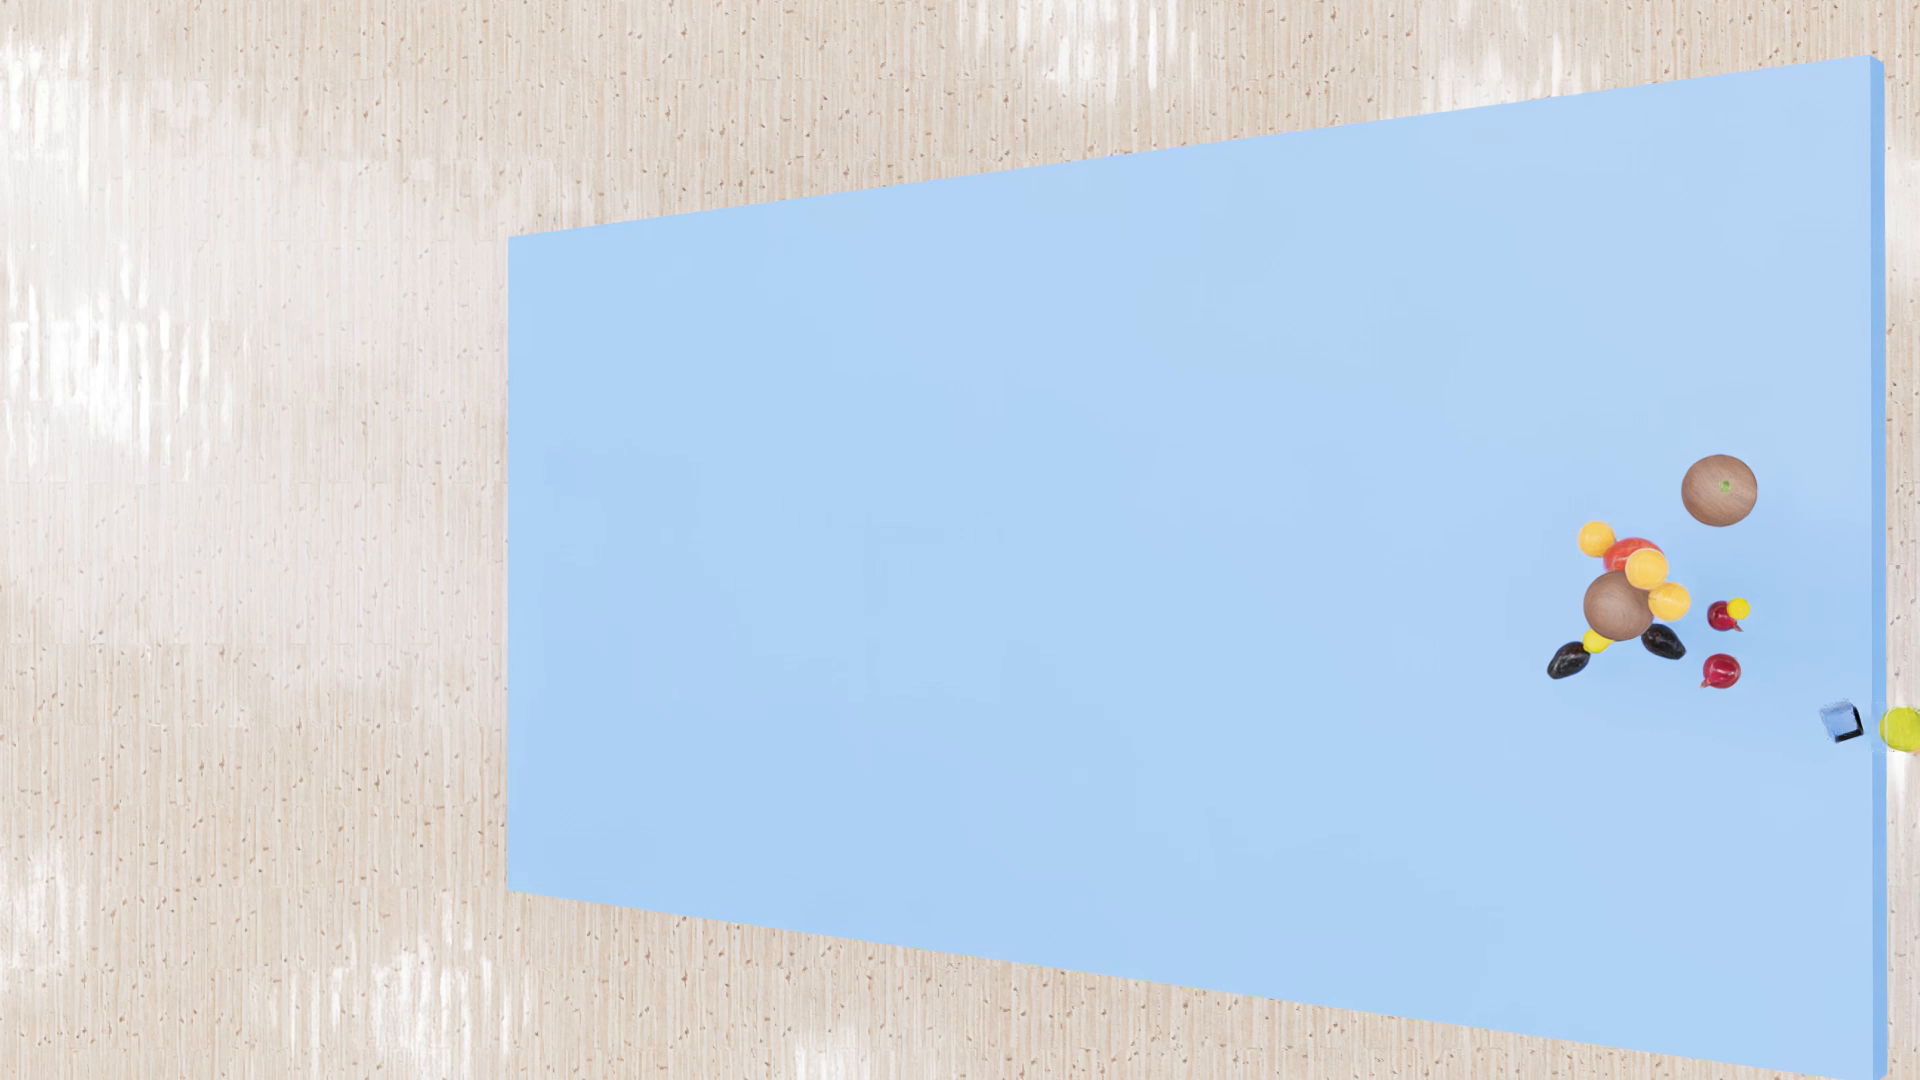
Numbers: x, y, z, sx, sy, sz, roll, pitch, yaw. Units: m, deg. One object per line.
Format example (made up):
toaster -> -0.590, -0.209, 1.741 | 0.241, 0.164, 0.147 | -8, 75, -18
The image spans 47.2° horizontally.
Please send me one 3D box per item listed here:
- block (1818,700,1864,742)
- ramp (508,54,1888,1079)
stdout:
block -> 1.617, 0.333, 4.035 | 0.053, 0.053, 0.053 | -19, 99, 6
ramp -> 0.224, 0.064, 5.541 | 4.000, 0.100, 2.000 | 0, 90, 38
